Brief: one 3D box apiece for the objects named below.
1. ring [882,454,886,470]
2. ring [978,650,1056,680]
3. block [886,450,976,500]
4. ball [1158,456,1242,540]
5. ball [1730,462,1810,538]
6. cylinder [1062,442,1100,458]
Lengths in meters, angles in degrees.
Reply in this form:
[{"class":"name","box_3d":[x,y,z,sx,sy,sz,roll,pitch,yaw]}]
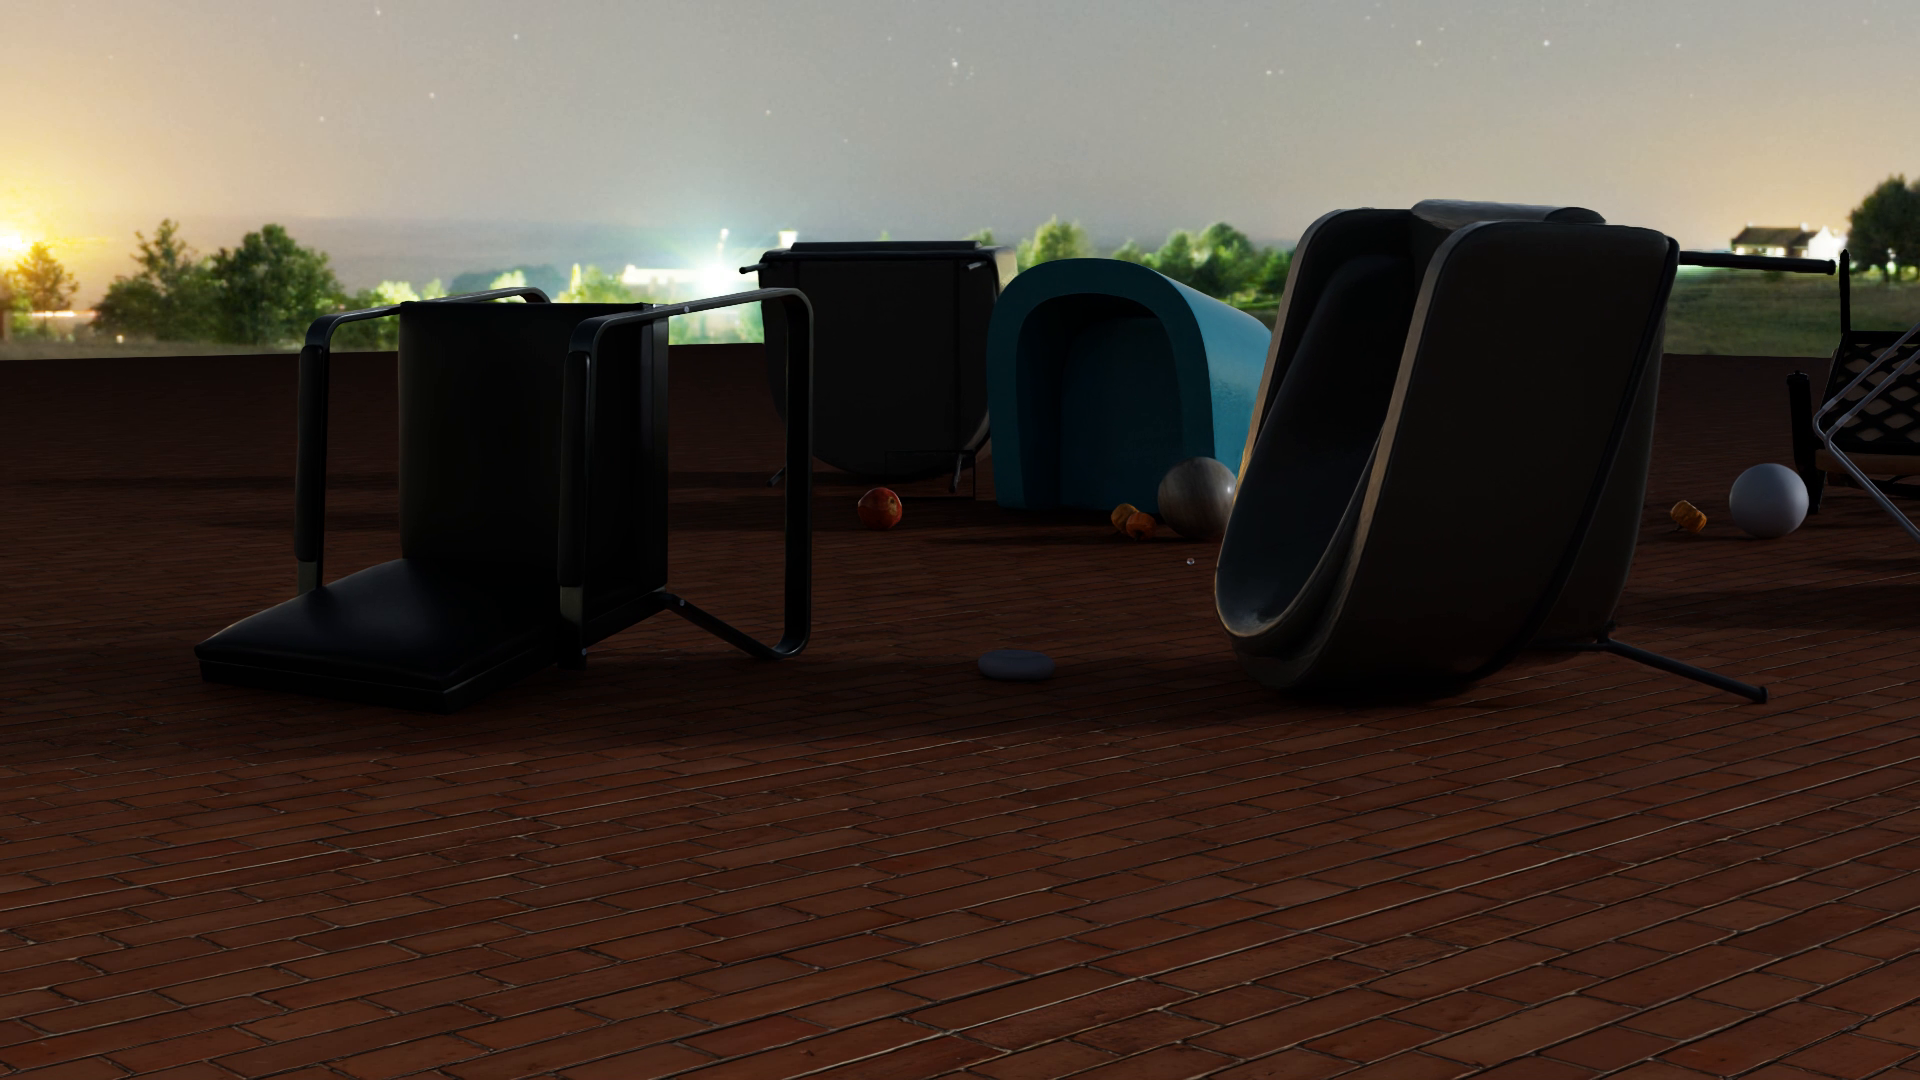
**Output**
[{"class":"ring","box_3d":[-0.231,-0.264,8.739,0.069,0.050,0.088,-3,7,-43]},{"class":"ring","box_3d":[0.093,0.207,4.231,0.116,0.036,0.150,-5,8,-33]},{"class":"block","box_3d":[-0.090,-0.193,7.626,0.262,0.136,0.174,0,6,-3]},{"class":"ball","box_3d":[0.598,-0.105,6.412,0.209,0.209,0.209,0,6,0]},{"class":"ball","box_3d":[2.030,-0.098,6.437,0.191,0.191,0.191,0,6,0]},{"class":"cylinder","box_3d":[0.442,-0.327,9.357,0.121,0.046,0.118,1,6,10]}]
